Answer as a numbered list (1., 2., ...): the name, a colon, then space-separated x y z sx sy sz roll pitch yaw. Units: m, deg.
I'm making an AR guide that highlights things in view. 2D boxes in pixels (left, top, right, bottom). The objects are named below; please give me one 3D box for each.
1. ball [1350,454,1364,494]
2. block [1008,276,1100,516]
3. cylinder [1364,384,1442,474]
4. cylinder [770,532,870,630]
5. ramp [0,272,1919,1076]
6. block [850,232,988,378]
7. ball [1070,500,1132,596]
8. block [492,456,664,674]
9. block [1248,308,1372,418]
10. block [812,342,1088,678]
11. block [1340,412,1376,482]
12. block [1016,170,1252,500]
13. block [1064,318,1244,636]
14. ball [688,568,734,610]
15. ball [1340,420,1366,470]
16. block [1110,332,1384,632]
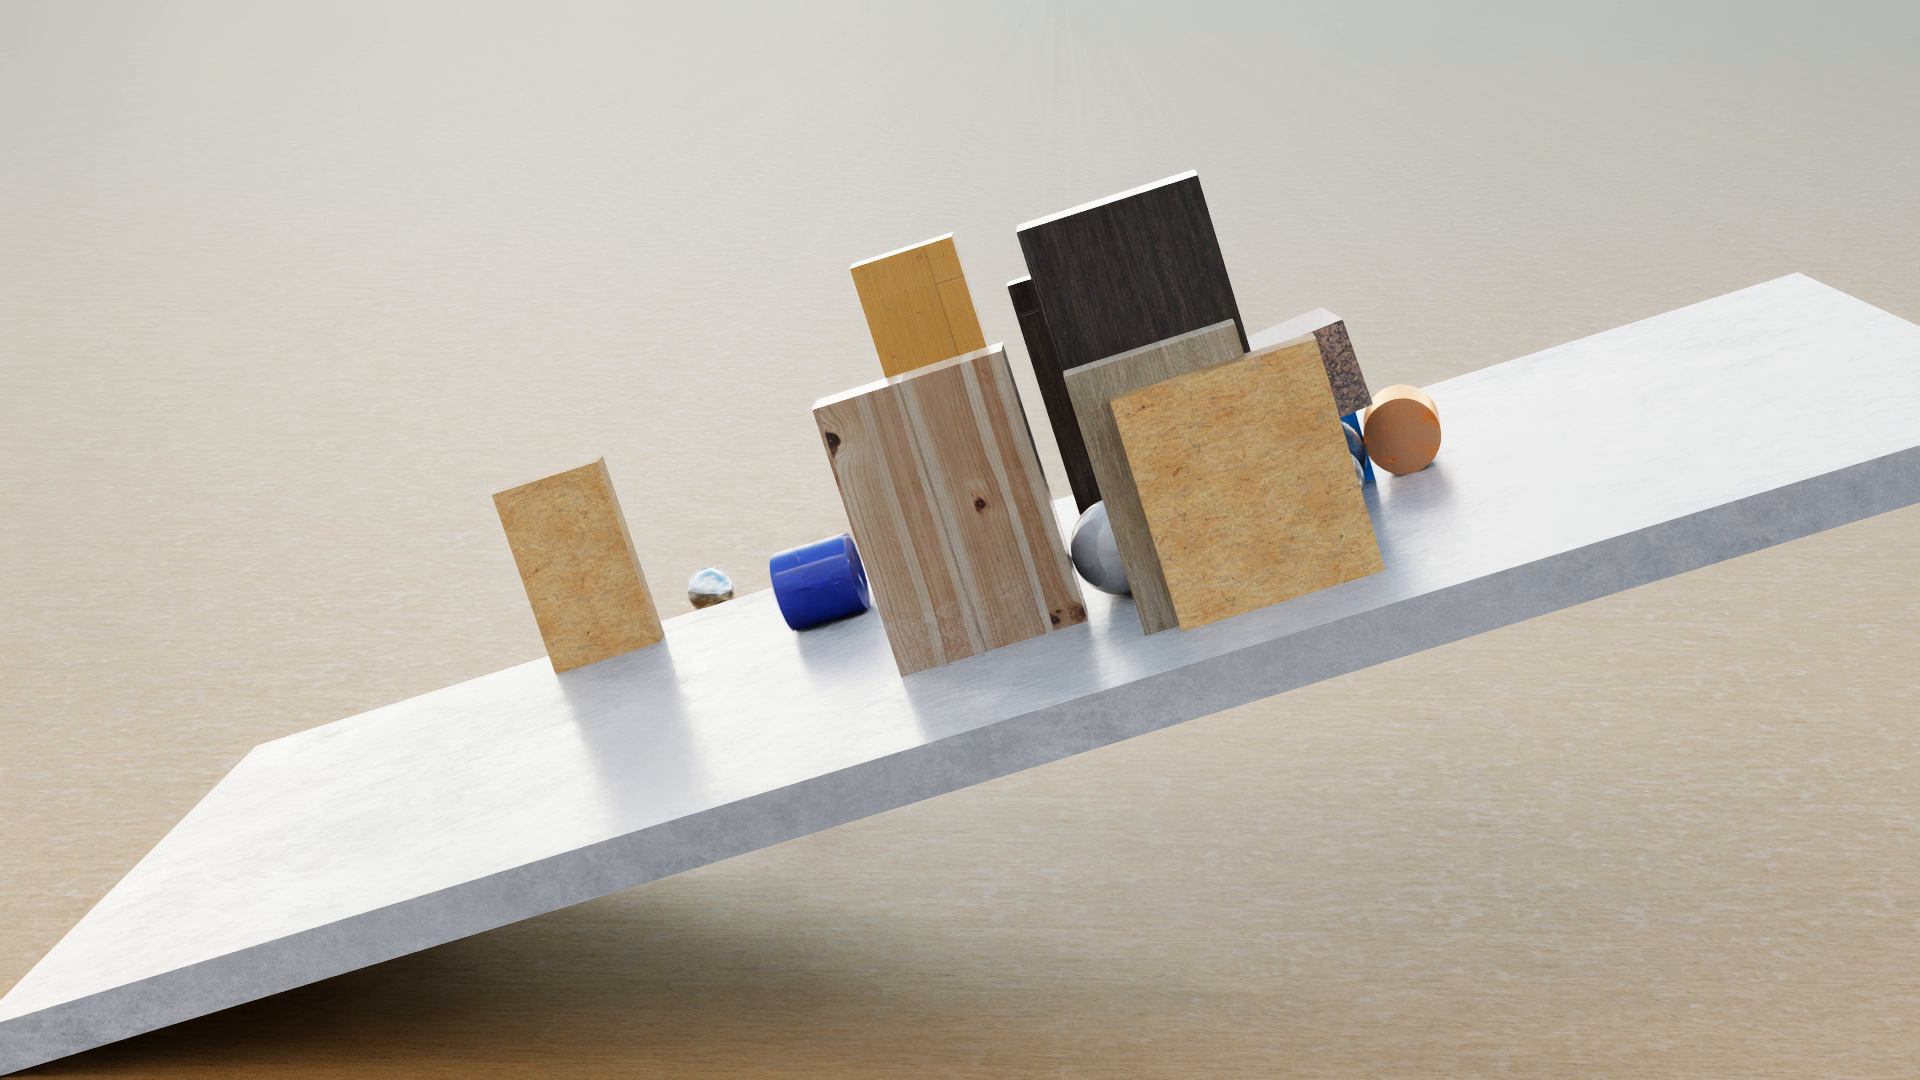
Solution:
1. ball: 0.761 -0.121 6.077 0.150 0.150 0.150 0 11 0
2. block: 0.410 -0.321 6.378 0.445 0.631 0.081 -17 10 5
3. cylinder: 0.951 -0.239 6.330 0.165 0.165 0.165 2 13 7
4. cylinder: -0.320 0.095 6.709 0.180 0.180 0.180 -17 10 8
5. ramp: 0.100 0.183 6.311 4.000 0.100 2.000 -17 10 5
6. block: -0.020 -0.314 6.767 0.242 0.740 0.101 -17 10 5
7. ball: 0.324 0.012 5.982 0.201 0.201 0.201 0 11 0
8. block: -0.921 0.061 7.111 0.269 0.464 0.087 -17 10 5
9. block: 0.727 -0.354 6.206 0.194 0.194 0.194 -22 13 -1
10. block: -0.017 -0.060 5.909 0.393 0.571 0.128 -17 10 5
11. block: 0.779 -0.207 6.412 0.181 0.181 0.181 -18 10 2
12. block: 0.416 -0.340 6.100 0.384 0.762 0.149 -17 10 5
13. block: 0.434 -0.118 5.582 0.334 0.521 0.084 -17 10 5
14. ball: -0.791 0.165 9.340 0.148 0.148 0.148 0 11 0
15. ball: 0.770 -0.170 6.234 0.181 0.181 0.181 0 11 0
16. block: 0.539 -0.108 5.523 0.397 0.459 0.081 -17 10 5
